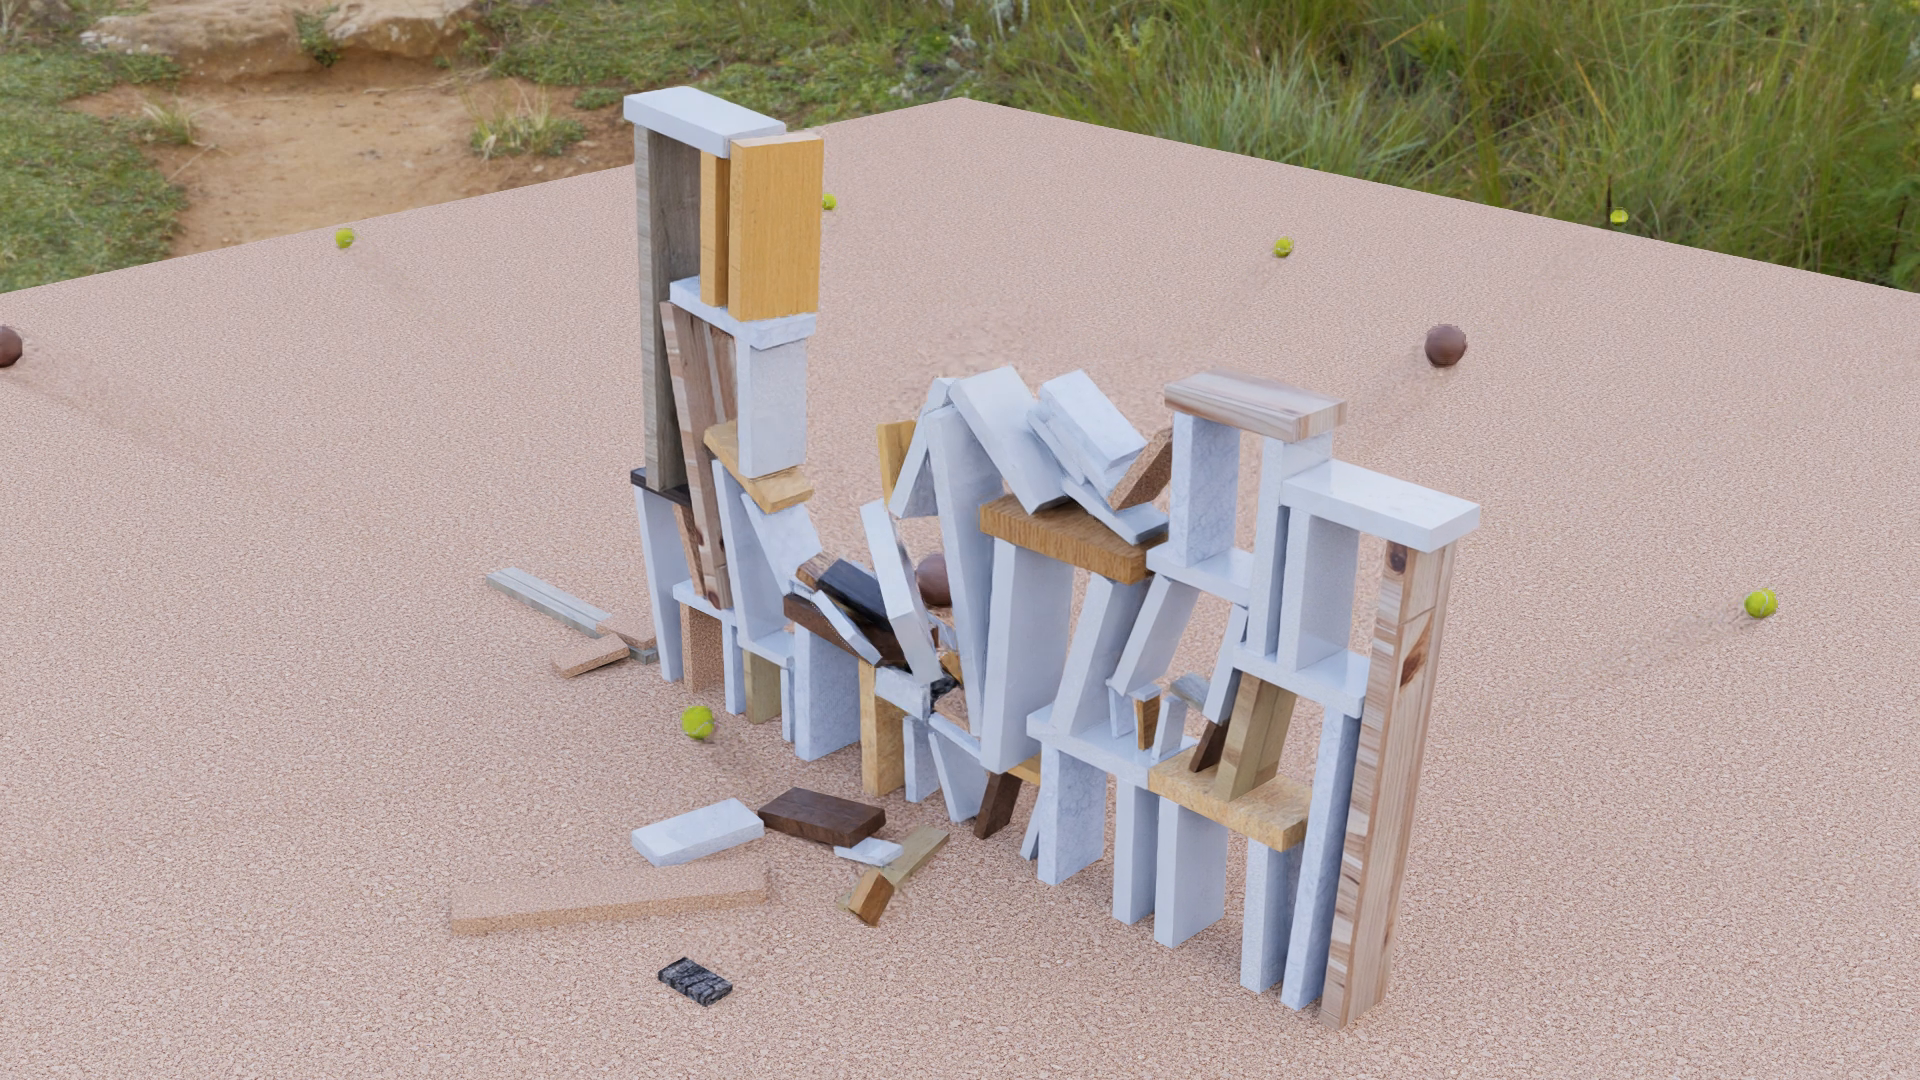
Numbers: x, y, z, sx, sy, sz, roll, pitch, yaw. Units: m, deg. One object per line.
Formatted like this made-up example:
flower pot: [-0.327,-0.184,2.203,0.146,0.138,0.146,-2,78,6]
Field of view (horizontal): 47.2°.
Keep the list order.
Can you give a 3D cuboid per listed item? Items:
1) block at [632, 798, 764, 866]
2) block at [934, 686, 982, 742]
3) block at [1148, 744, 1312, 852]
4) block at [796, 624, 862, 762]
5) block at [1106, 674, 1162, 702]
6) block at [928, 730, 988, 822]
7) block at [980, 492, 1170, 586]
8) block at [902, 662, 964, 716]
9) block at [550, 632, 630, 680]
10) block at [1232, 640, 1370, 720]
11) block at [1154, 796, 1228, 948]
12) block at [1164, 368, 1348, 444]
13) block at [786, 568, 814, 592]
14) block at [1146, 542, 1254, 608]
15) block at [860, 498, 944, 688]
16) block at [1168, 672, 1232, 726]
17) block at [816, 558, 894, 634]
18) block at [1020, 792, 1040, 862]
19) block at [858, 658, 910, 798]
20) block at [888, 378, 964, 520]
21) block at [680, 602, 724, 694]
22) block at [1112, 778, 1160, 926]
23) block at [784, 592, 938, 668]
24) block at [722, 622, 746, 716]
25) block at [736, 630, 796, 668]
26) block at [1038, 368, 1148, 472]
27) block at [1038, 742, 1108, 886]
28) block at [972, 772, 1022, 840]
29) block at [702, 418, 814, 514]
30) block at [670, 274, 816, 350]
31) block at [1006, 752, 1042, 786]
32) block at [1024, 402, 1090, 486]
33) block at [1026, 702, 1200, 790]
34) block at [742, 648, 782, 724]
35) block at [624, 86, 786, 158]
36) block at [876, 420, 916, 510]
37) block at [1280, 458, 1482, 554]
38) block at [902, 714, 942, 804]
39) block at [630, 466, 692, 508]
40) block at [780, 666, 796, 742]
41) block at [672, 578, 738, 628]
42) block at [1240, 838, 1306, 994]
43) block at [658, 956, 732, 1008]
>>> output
block: [-0.518,0.581,4.350,0.233,0.033,0.117,-15,27,-32]
block: [0.025,0.345,4.291,0.140,0.020,0.070,33,41,22]
block: [0.496,0.449,3.878,0.150,0.043,0.301,-21,31,-40]
block: [-0.273,0.298,4.649,0.159,0.318,0.045,-21,33,-40]
block: [0.316,0.266,4.002,0.048,0.014,0.095,-21,31,-40]
block: [0.003,0.465,4.435,0.093,0.186,0.026,-18,4,-36]
block: [0.225,-0.017,3.967,0.351,0.050,0.176,20,30,38]
block: [-0.047,0.310,4.384,0.186,0.026,0.093,33,77,30]
block: [-0.853,0.267,5.072,0.163,0.023,0.081,-21,30,-24]
block: [0.595,0.216,3.655,0.131,0.037,0.261,-20,31,-39]
block: [0.424,0.580,4.009,0.150,0.301,0.043,-21,31,-41]
block: [0.484,-0.223,3.609,0.137,0.039,0.274,-20,27,-38]
block: [-0.300,0.082,4.520,0.106,0.015,0.053,24,33,33]
block: [0.449,0.051,3.772,0.238,0.034,0.119,22,32,40]
block: [-0.114,0.097,4.221,0.051,0.179,0.358,-20,38,2]
block: [0.434,0.279,3.873,0.122,0.017,0.061,34,40,32]
block: [-0.191,0.112,4.435,0.181,0.026,0.090,31,37,10]
block: [0.174,0.536,4.271,0.025,0.176,0.088,37,40,29]
block: [-0.131,0.354,4.518,0.045,0.318,0.159,20,30,41]
block: [-0.033,-0.175,4.177,0.040,0.279,0.140,36,26,34]
block: [-0.572,0.225,4.949,0.031,0.220,0.110,21,31,41]
block: [0.352,0.552,4.080,0.042,0.297,0.149,22,31,41]
block: [-0.204,0.165,4.498,0.159,0.045,0.318,-18,29,-36]
block: [-0.468,0.266,4.854,0.031,0.220,0.110,21,31,40]
block: [-0.394,0.228,4.742,0.087,0.025,0.174,-19,27,-38]
block: [0.237,-0.216,3.926,0.098,0.028,0.196,-24,64,-37]
block: [0.217,0.499,4.204,0.042,0.297,0.149,21,30,38]
block: [0.081,0.504,4.346,0.025,0.176,0.088,34,37,26]
block: [-0.425,-0.161,4.628,0.117,0.033,0.235,-22,60,-41]
block: [-0.448,-0.477,4.521,0.147,0.042,0.293,-21,39,-40]
block: [0.141,0.432,4.260,0.176,0.025,0.088,20,30,38]
block: [0.206,-0.180,3.968,0.091,0.026,0.183,-16,56,-34]
block: [0.283,0.368,4.079,0.297,0.042,0.148,21,31,40]
block: [-0.429,0.308,4.812,0.087,0.174,0.025,-21,29,-40]
block: [-0.515,-0.844,4.426,0.160,0.045,0.319,-21,36,-41]
block: [-0.116,-0.147,4.286,0.082,0.165,0.023,-12,9,-43]
block: [0.664,-0.056,3.482,0.280,0.040,0.140,21,31,40]
block: [-0.075,0.435,4.497,0.026,0.186,0.093,14,27,34]
block: [-0.622,-0.125,4.848,0.207,0.029,0.104,22,31,40]
block: [-0.343,0.340,4.736,0.025,0.174,0.087,21,31,40]
block: [-0.521,0.130,4.852,0.220,0.031,0.110,21,31,40]
block: [0.565,0.635,3.879,0.043,0.301,0.150,21,31,41]
block: [-0.469,0.782,3.894,0.126,0.018,0.063,19,30,38]
